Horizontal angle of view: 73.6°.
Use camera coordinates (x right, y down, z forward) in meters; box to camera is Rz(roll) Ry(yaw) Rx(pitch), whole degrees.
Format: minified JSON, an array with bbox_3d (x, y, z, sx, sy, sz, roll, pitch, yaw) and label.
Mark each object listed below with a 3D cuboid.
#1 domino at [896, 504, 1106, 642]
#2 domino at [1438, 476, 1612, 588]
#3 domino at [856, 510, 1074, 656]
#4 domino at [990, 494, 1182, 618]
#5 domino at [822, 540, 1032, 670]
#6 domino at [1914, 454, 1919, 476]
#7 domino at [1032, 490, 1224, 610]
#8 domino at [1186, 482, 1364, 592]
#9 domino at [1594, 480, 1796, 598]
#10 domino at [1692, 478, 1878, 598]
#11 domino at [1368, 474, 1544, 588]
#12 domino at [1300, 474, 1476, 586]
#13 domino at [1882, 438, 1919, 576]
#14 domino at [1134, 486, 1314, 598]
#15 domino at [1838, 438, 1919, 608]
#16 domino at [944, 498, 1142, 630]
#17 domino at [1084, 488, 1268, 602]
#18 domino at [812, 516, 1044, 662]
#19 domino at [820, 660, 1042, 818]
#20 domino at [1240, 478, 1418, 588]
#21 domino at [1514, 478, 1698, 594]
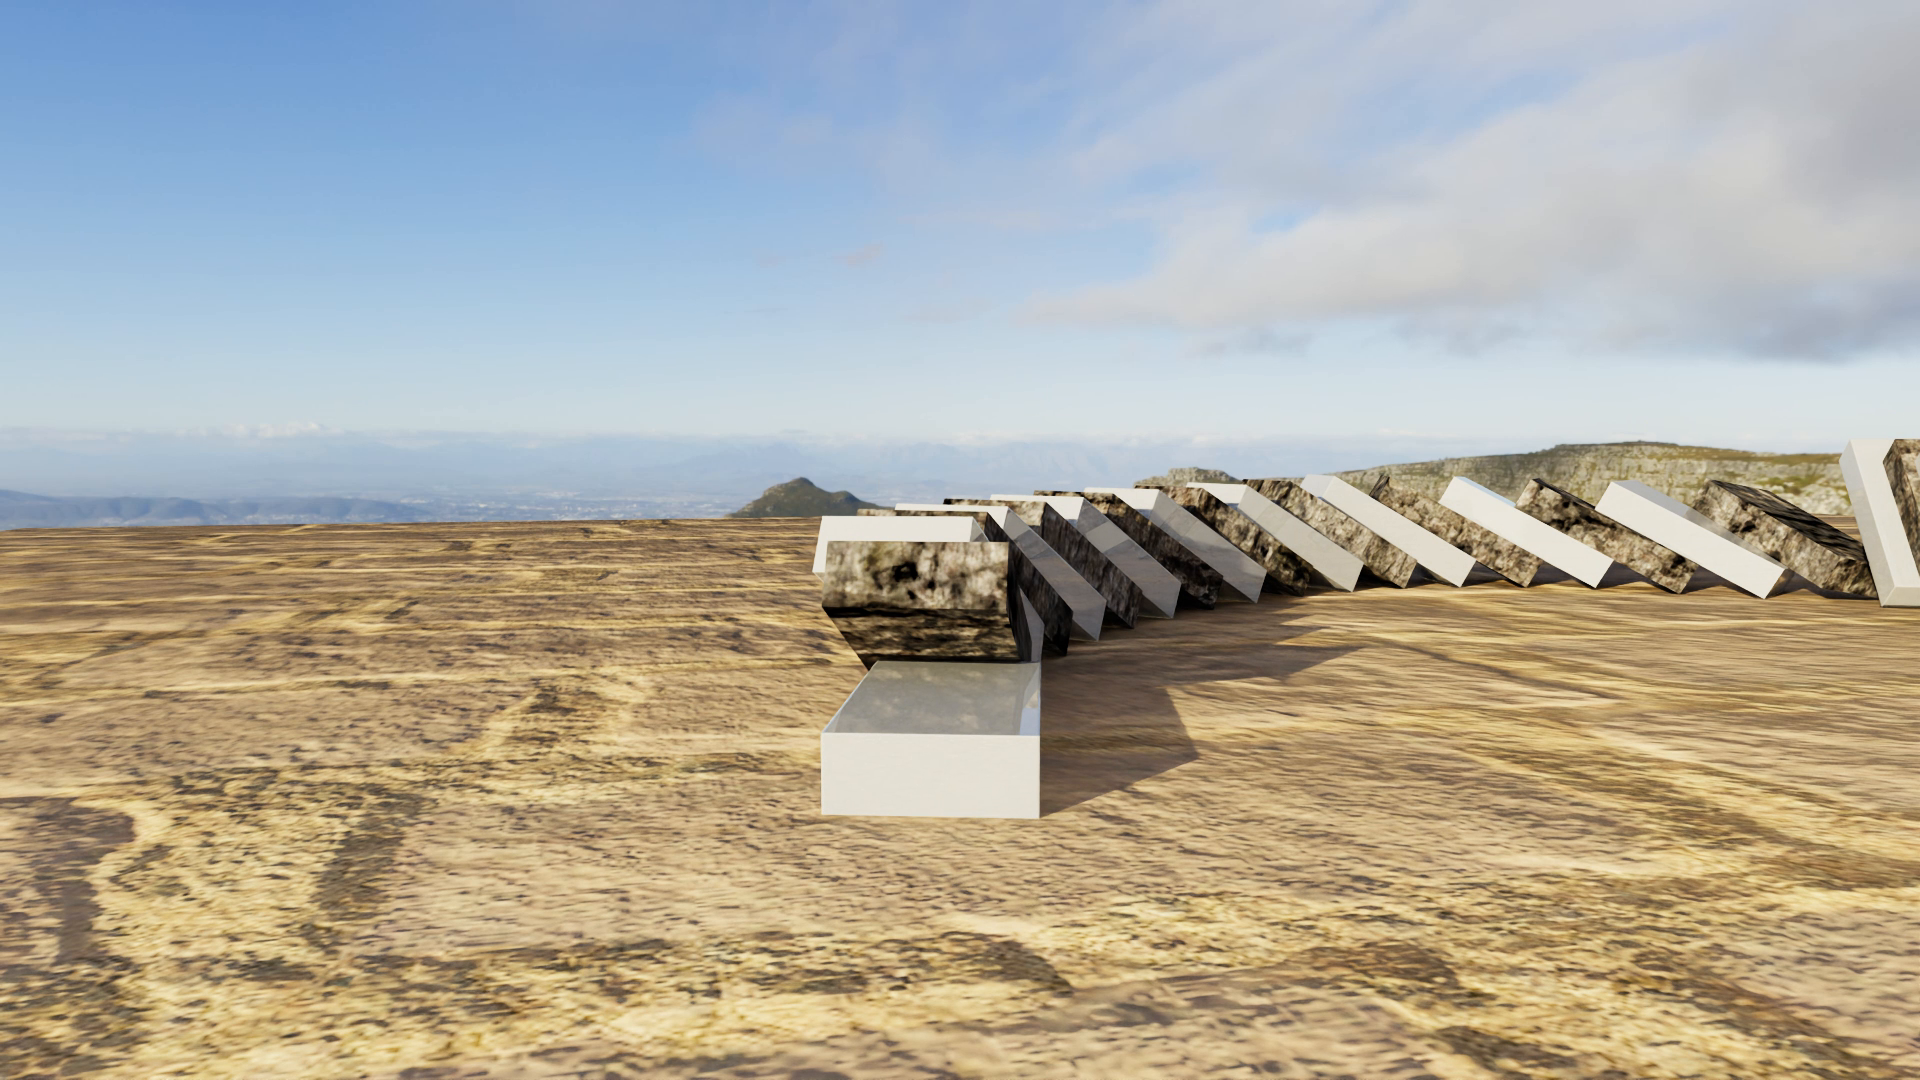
[{"bbox_3d":[0.009,0.007,0.264,0.025,0.009,0.050,3,-22,31],"label":"domino"},{"bbox_3d":[0.174,-0.003,0.393,0.050,0.009,0.025,33,17,23],"label":"domino"},{"bbox_3d":[0.002,0.009,0.242,0.025,0.010,0.050,2,-22,24],"label":"domino"},{"bbox_3d":[0.029,0.004,0.303,0.025,0.010,0.050,3,-21,38],"label":"domino"},{"bbox_3d":[-0.003,0.013,0.196,0.025,0.009,0.050,1,-20,7],"label":"domino"},{"bbox_3d":[0.257,-0.003,0.315,0.025,0.050,0.009,1,-37,15],"label":"domino"},{"bbox_3d":[0.042,0.003,0.322,0.025,0.009,0.050,5,-21,46],"label":"domino"},{"bbox_3d":[0.089,-0.001,0.368,0.050,0.009,0.025,29,-10,-27],"label":"domino"},{"bbox_3d":[0.215,-0.001,0.374,0.025,0.010,0.050,-5,34,-47],"label":"domino"},{"bbox_3d":[0.238,-0.001,0.367,0.025,0.009,0.050,8,25,-18],"label":"domino"},{"bbox_3d":[0.151,-0.003,0.395,0.050,0.010,0.025,30,10,8],"label":"domino"},{"bbox_3d":[0.129,-0.003,0.391,0.050,0.010,0.025,30,2,-5],"label":"domino"},{"bbox_3d":[0.258,-0.004,0.328,0.025,0.050,0.009,1,-37,15],"label":"domino"},{"bbox_3d":[0.072,0.000,0.354,0.050,0.010,0.025,30,-14,-33],"label":"domino"},{"bbox_3d":[0.256,-0.005,0.342,0.025,0.050,0.010,1,-37,15],"label":"domino"},{"bbox_3d":[0.018,0.006,0.284,0.025,0.010,0.050,3,-21,34],"label":"domino"},{"bbox_3d":[0.056,0.002,0.339,0.050,0.010,0.025,31,-17,-37],"label":"domino"},{"bbox_3d":[-0.004,0.010,0.220,0.025,0.009,0.050,1,-23,18],"label":"domino"},{"bbox_3d":[-0.002,0.025,0.171,0.025,0.010,0.050,0,4,4],"label":"domino"},{"bbox_3d":[0.108,-0.002,0.380,0.050,0.009,0.025,28,-6,-19],"label":"domino"},{"bbox_3d":[0.193,-0.002,0.383,0.050,0.009,0.025,33,19,23],"label":"domino"}]
